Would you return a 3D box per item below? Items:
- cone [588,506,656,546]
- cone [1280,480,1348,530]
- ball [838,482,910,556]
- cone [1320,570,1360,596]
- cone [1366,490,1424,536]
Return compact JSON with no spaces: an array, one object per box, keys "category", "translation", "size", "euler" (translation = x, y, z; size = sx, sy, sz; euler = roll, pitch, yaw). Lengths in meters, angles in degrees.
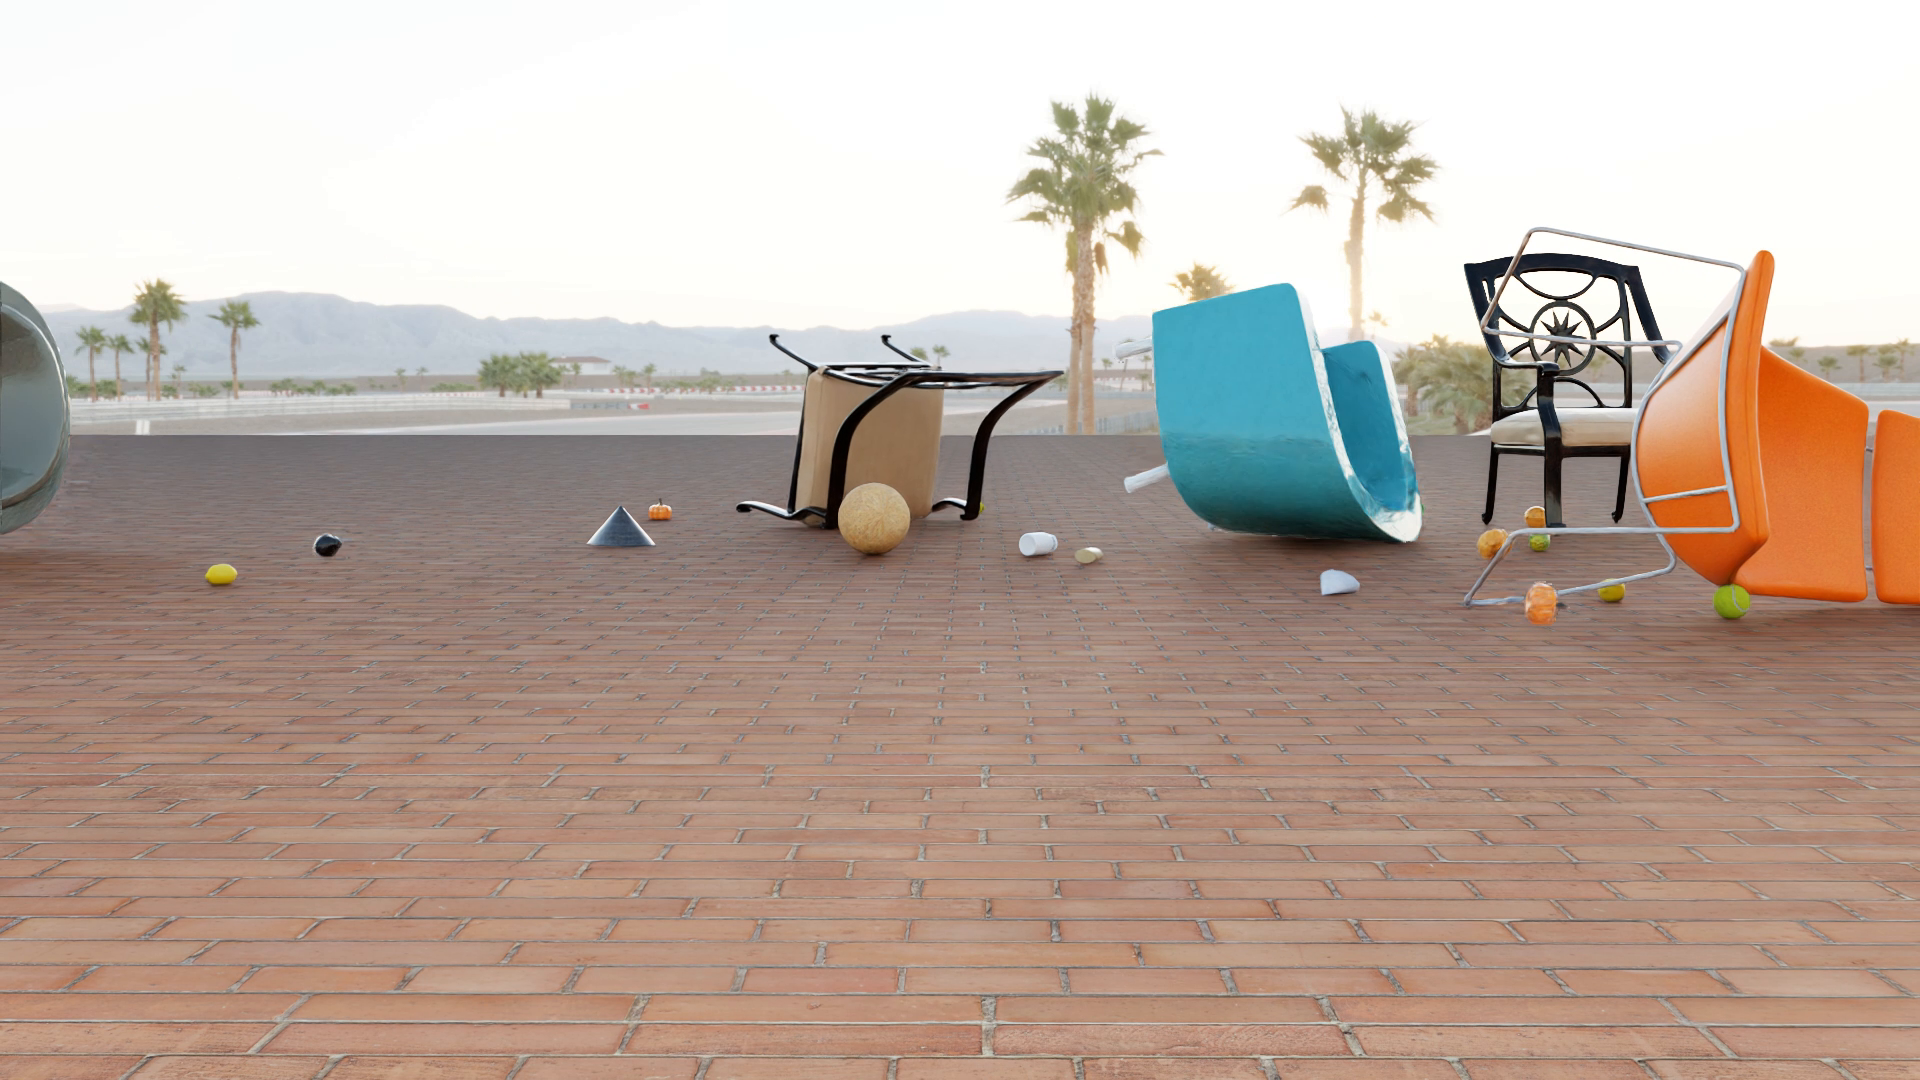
[{"category":"cone","translation":[-0.982,-0.045,6.368],"size":[0.164,0.114,0.258],"euler":[-4,5,-42]},{"category":"cone","translation":[1.100,-0.079,7.140],"size":[0.238,0.158,0.234],"euler":[-4,19,42]},{"category":"ball","translation":[-0.232,-0.057,5.949],"size":[0.196,0.196,0.196],"euler":[0,4,0]},{"category":"cone","translation":[0.810,0.106,4.805],"size":[0.065,0.058,0.107],"euler":[-33,29,-34]},{"category":"cone","translation":[1.326,-0.107,6.785],"size":[0.181,0.112,0.098],"euler":[35,-20,27]}]
